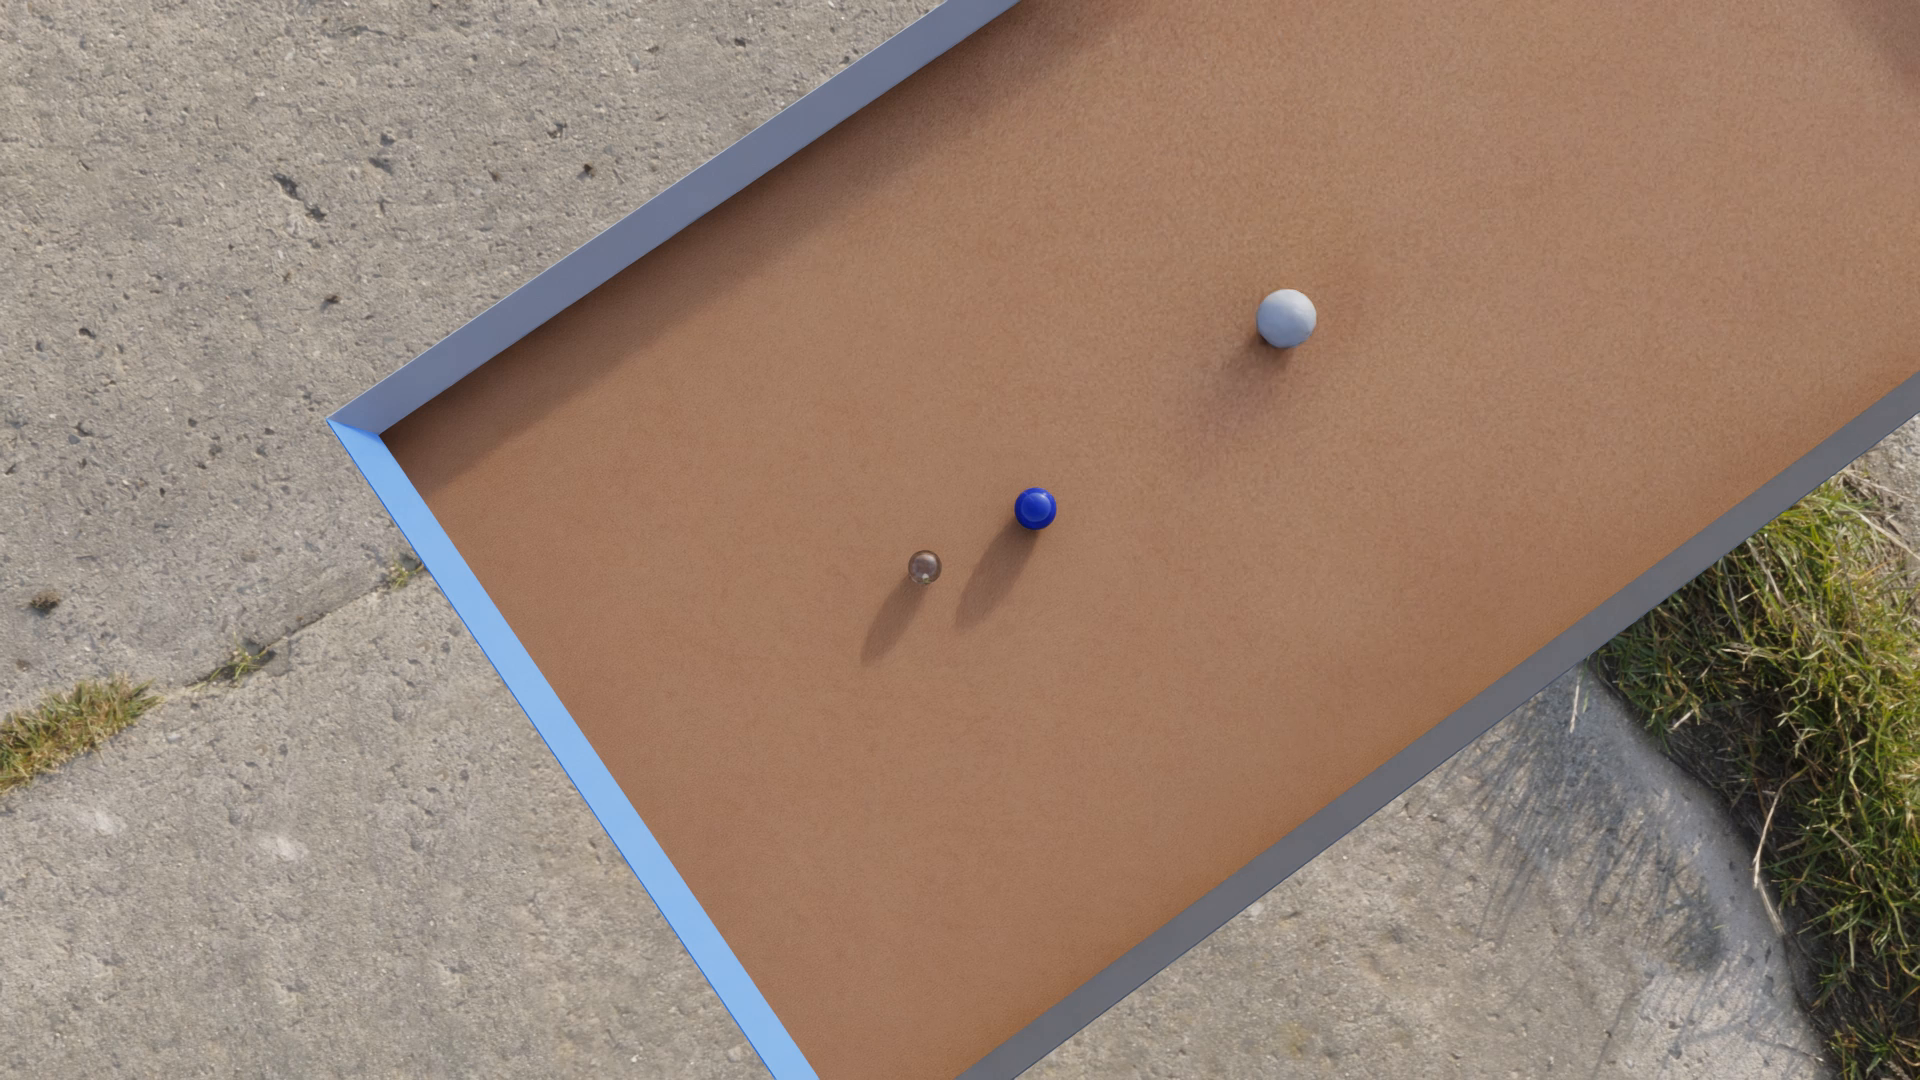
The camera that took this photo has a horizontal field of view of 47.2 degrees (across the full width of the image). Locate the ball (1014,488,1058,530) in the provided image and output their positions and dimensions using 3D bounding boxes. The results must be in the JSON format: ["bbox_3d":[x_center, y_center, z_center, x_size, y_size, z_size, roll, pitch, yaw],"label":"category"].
[{"bbox_3d":[0.113,-0.047,3.294,0.065,0.065,0.065,0,80,0],"label":"ball"}]

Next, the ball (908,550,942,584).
[{"bbox_3d":[-0.052,0.041,3.285,0.052,0.052,0.052,0,80,0],"label":"ball"}]

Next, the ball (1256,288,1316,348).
[{"bbox_3d":[0.495,-0.335,3.332,0.090,0.090,0.090,0,80,0],"label":"ball"}]

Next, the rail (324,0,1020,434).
[{"bbox_3d":[0.160,-0.910,3.418,2.655,0.117,0.045,-35,82,-6],"label":"rail"}]

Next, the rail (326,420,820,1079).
[{"bbox_3d":[-0.521,0.361,3.195,0.045,0.117,1.356,-35,82,-6],"label":"rail"}]

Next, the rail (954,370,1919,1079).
[{"bbox_3d":[0.920,0.139,3.234,2.655,0.117,0.045,-35,82,-6],"label":"rail"}]
